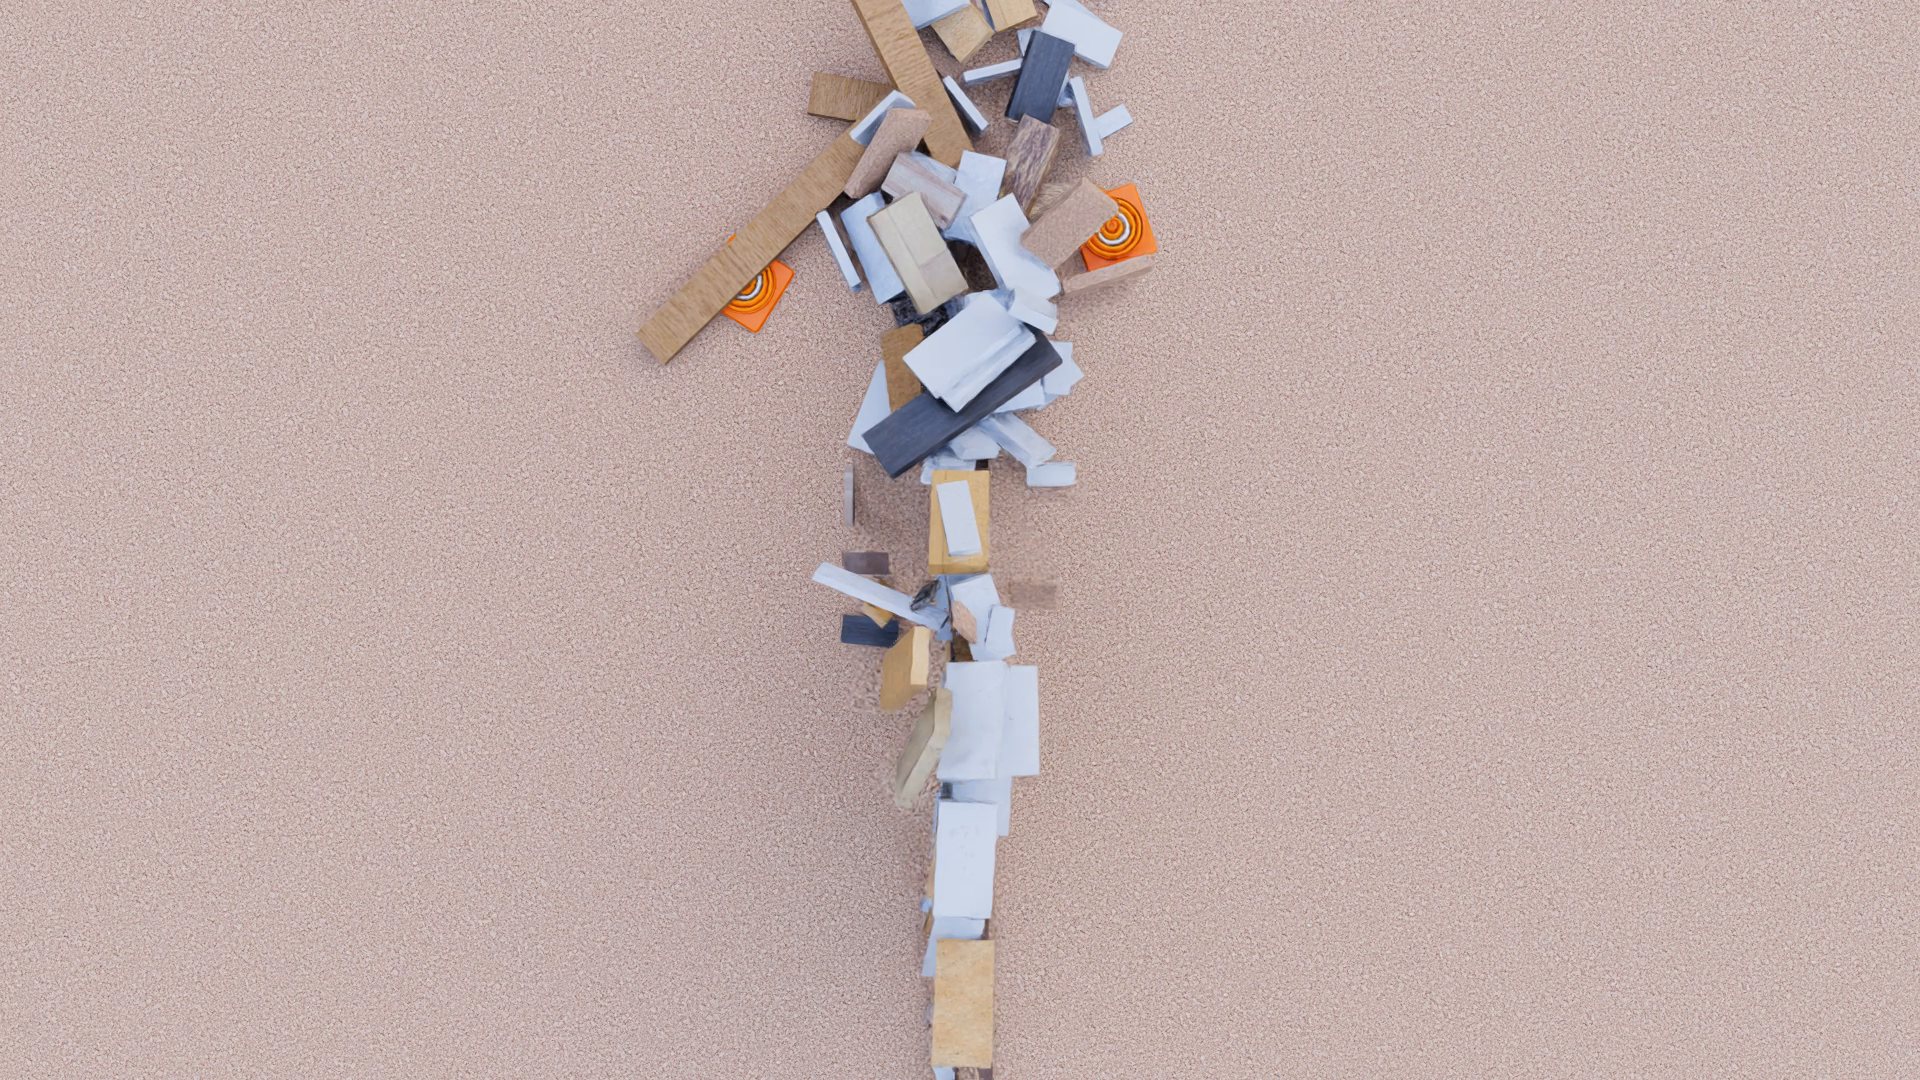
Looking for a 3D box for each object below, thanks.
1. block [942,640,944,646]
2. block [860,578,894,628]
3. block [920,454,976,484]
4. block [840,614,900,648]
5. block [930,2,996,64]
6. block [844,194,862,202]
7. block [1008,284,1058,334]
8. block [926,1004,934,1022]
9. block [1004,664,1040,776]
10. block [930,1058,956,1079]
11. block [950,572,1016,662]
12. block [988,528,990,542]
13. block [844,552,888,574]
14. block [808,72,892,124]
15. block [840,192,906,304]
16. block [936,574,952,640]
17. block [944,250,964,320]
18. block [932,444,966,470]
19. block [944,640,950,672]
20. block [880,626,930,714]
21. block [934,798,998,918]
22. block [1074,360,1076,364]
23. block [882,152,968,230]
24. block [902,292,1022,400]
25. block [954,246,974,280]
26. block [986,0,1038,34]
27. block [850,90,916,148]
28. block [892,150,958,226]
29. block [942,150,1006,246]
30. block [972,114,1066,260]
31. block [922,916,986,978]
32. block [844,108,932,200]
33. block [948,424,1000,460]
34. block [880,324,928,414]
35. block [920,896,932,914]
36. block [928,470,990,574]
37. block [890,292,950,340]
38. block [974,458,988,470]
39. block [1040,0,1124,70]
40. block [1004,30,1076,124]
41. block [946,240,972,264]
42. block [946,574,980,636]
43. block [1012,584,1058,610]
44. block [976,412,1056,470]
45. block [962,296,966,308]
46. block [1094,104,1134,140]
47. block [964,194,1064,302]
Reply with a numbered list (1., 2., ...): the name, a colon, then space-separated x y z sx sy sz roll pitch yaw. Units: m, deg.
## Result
1. block: 0.000 0.316 5.381 0.118 0.236 0.033 1 80 0
2. block: -0.257 0.207 5.400 0.098 0.195 0.028 43 115 -7
3. block: -0.023 -0.292 5.364 0.163 0.326 0.046 11 133 0
4. block: -0.300 0.304 5.487 0.185 0.026 0.093 6 90 0
5. block: -0.025 -1.722 5.418 0.143 0.041 0.286 -41 78 27
6. block: -0.325 -1.227 5.486 0.101 0.029 0.203 30 90 0
7. block: 0.227 -0.723 5.159 0.149 0.299 0.042 25 107 -6
8. block: -0.008 1.497 5.166 0.176 0.353 0.050 12 73 -1
9. block: 0.155 0.551 5.046 0.166 0.047 0.332 -1 89 -2
10. block: -0.050 1.684 5.232 0.058 0.016 0.115 -15 114 8
11. block: 0.070 0.242 5.020 0.130 0.037 0.260 -18 101 1
12. block: 0.003 -0.044 5.319 0.179 0.358 0.051 0 98 0
13. block: -0.295 0.071 5.148 0.139 0.020 0.069 0 90 -14
14. block: -0.359 -1.460 5.480 0.275 0.039 0.138 10 90 0
15. block: -0.264 -0.958 5.423 0.164 0.046 0.328 -22 92 44
16. block: 0.004 0.159 5.167 0.155 0.044 0.310 0 90 0
17. block: -0.076 -0.777 5.439 0.163 0.046 0.326 -12 90 31
18. block: -0.044 -0.287 5.302 0.086 0.172 0.024 -3 135 -16
19. block: 0.007 0.397 5.245 0.118 0.033 0.236 1 90 0
20. block: -0.170 0.402 5.071 0.050 0.356 0.178 9 68 -15
21. block: 0.016 0.950 4.931 0.173 0.049 0.346 3 95 -1
22. block: 0.288 -0.548 5.486 0.096 0.027 0.192 41 90 0
23. block: -0.115 -1.122 5.309 0.262 0.037 0.131 35 111 13
24. block: 0.006 -0.614 5.204 0.342 0.048 0.171 -38 63 -2
25. block: -0.010 -0.918 5.456 0.083 0.023 0.166 19 100 25
26. block: 0.141 -1.829 5.421 0.142 0.040 0.284 -20 93 12
27. block: -0.248 -1.353 5.317 0.207 0.104 0.029 -39 65 22
28. block: -0.144 -1.087 5.393 0.164 0.046 0.328 34 110 27
29. block: 0.046 -1.108 5.365 0.145 0.041 0.290 14 84 4
30. block: 0.177 -1.143 5.414 0.145 0.041 0.479 28 101 17
31. block: -0.020 1.244 5.078 0.150 0.042 0.300 11 127 -1
32. block: -0.233 -1.247 5.339 0.046 0.164 0.328 51 126 21
33. block: -0.009 -0.377 5.361 0.299 0.149 0.042 53 132 33
34. block: -0.175 -0.542 5.381 0.149 0.042 0.299 -12 83 42
35. block: -0.009 1.085 5.192 0.133 0.038 0.266 23 117 -11
36. block: -0.001 -0.058 5.105 0.179 0.051 0.358 0 55 3
37. block: -0.103 -0.669 5.414 0.163 0.046 0.326 -22 85 30
38. block: 0.003 -0.195 5.348 0.179 0.358 0.051 0 131 0
39. block: 0.398 -1.669 5.452 0.253 0.036 0.126 24 86 -6
40. block: 0.261 -1.505 5.403 0.145 0.041 0.290 14 105 -20
41. block: 0.010 -1.000 5.419 0.083 0.023 0.166 26 99 24
42. block: 0.030 0.154 5.081 0.130 0.037 0.260 -10 83 -3
43. block: 0.248 0.186 5.455 0.158 0.022 0.079 1 92 24
44. block: 0.159 -0.356 5.385 0.299 0.149 0.042 41 121 13
45. block: 0.041 -0.733 5.488 0.083 0.023 0.166 -14 90 0
46. block: 0.499 -1.389 5.490 0.136 0.019 0.068 -29 90 0
47. block: 0.174 -0.922 5.333 0.176 0.050 0.352 -33 101 -20
